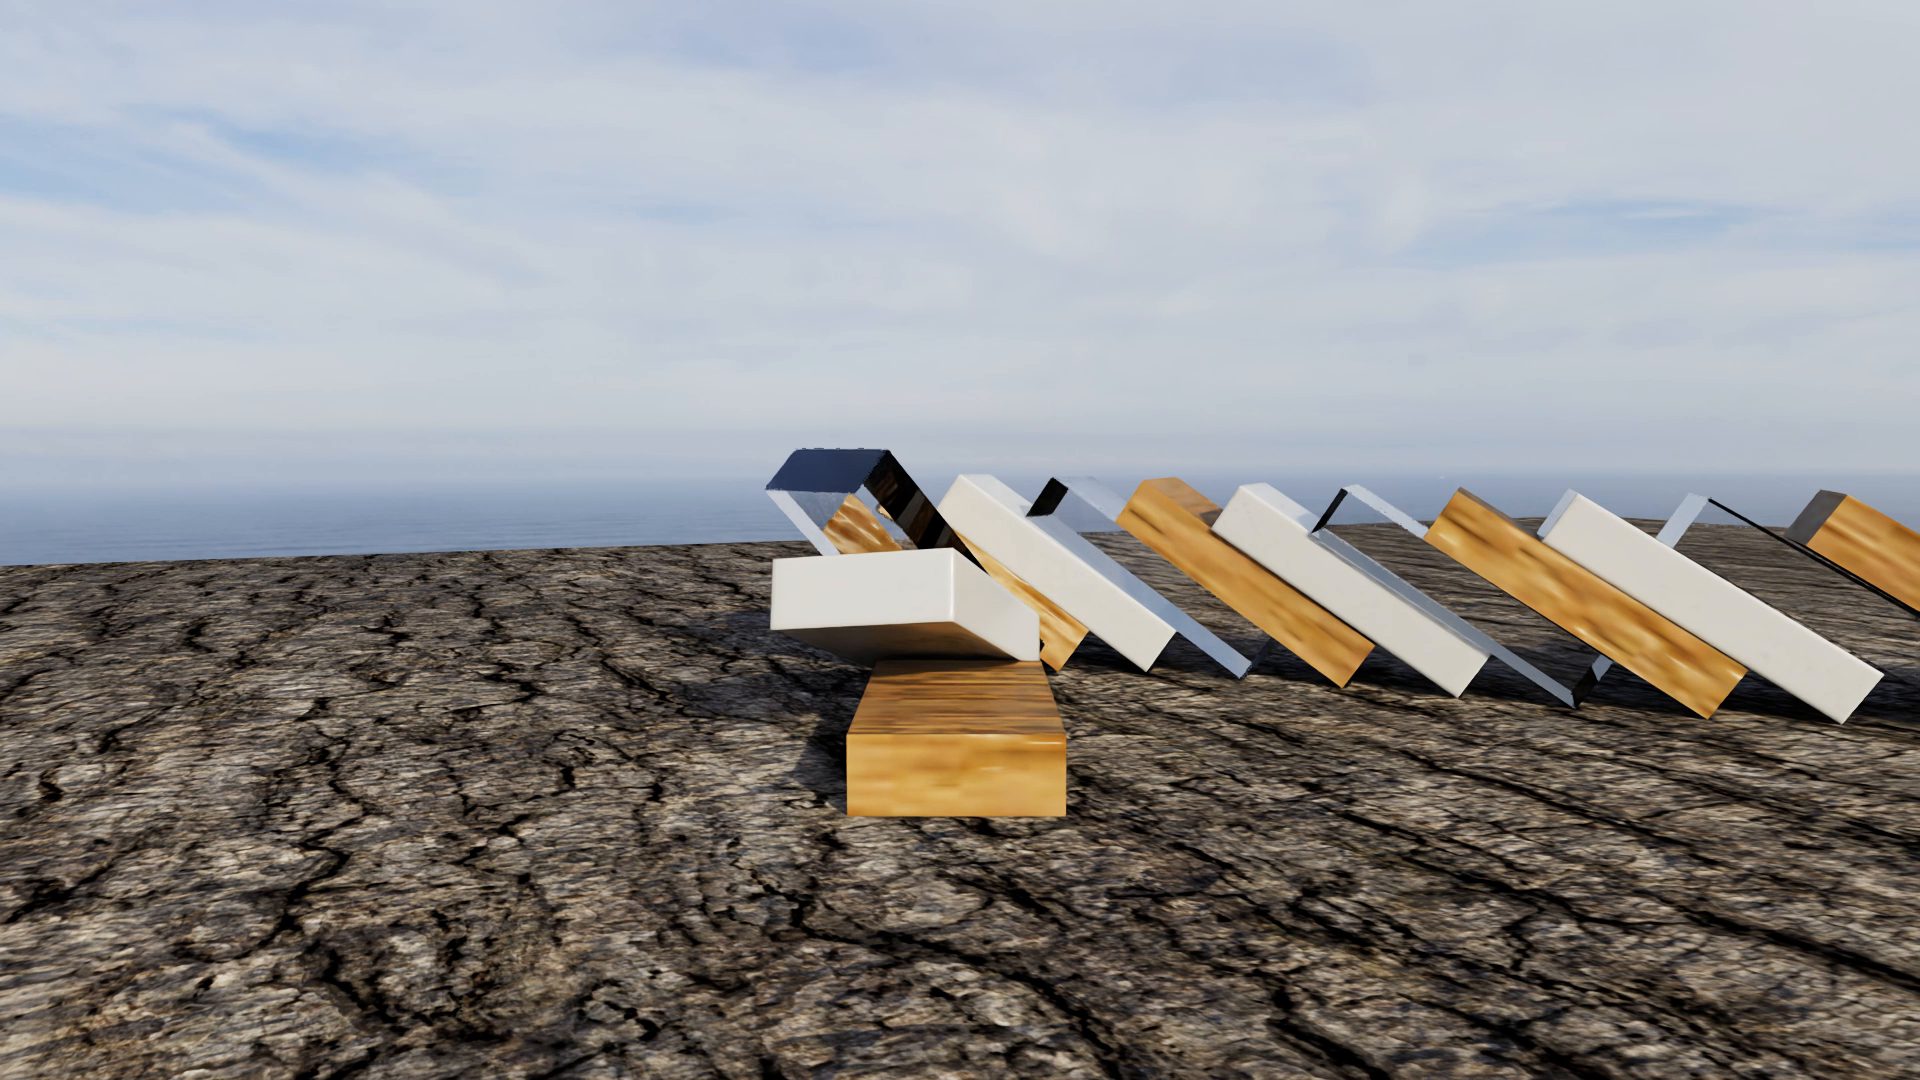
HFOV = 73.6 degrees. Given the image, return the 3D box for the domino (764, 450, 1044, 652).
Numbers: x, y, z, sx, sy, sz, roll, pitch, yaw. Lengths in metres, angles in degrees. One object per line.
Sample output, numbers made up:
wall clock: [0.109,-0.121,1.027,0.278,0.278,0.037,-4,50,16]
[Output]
domino: [-0.009,0.005,0.222,0.025,0.009,0.050,4,-38,47]

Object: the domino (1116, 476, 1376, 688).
domino: [0.055,0.007,0.241,0.050,0.009,0.025,38,17,17]

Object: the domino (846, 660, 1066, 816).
domino: [0.000,0.025,0.171,0.025,0.010,0.050,0,4,0]

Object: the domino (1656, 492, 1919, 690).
domino: [0.140,0.010,0.206,0.050,0.010,0.025,35,16,17]

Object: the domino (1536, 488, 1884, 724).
domino: [0.121,0.009,0.212,0.050,0.010,0.025,35,16,16]

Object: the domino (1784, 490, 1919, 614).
domino: [0.157,0.010,0.200,0.050,0.009,0.025,36,18,19]

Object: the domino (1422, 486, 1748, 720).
domino: [0.103,0.009,0.216,0.050,0.010,0.025,36,16,16]

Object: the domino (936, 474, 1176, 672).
domino: [0.020,0.005,0.252,0.050,0.009,0.025,36,11,11]

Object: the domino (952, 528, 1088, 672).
domino: [0.000,0.005,0.245,0.050,0.010,0.025,37,-1,-5]

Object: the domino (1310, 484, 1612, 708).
domino: [0.087,0.008,0.223,0.050,0.010,0.025,36,17,17]

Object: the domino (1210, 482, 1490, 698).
domino: [0.071,0.008,0.232,0.050,0.010,0.025,36,17,17]

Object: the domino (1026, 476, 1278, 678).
domino: [0.039,0.006,0.248,0.050,0.010,0.025,38,16,17]

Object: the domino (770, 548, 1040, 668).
domino: [-0.006,0.012,0.189,0.025,0.010,0.050,-4,-14,16]
